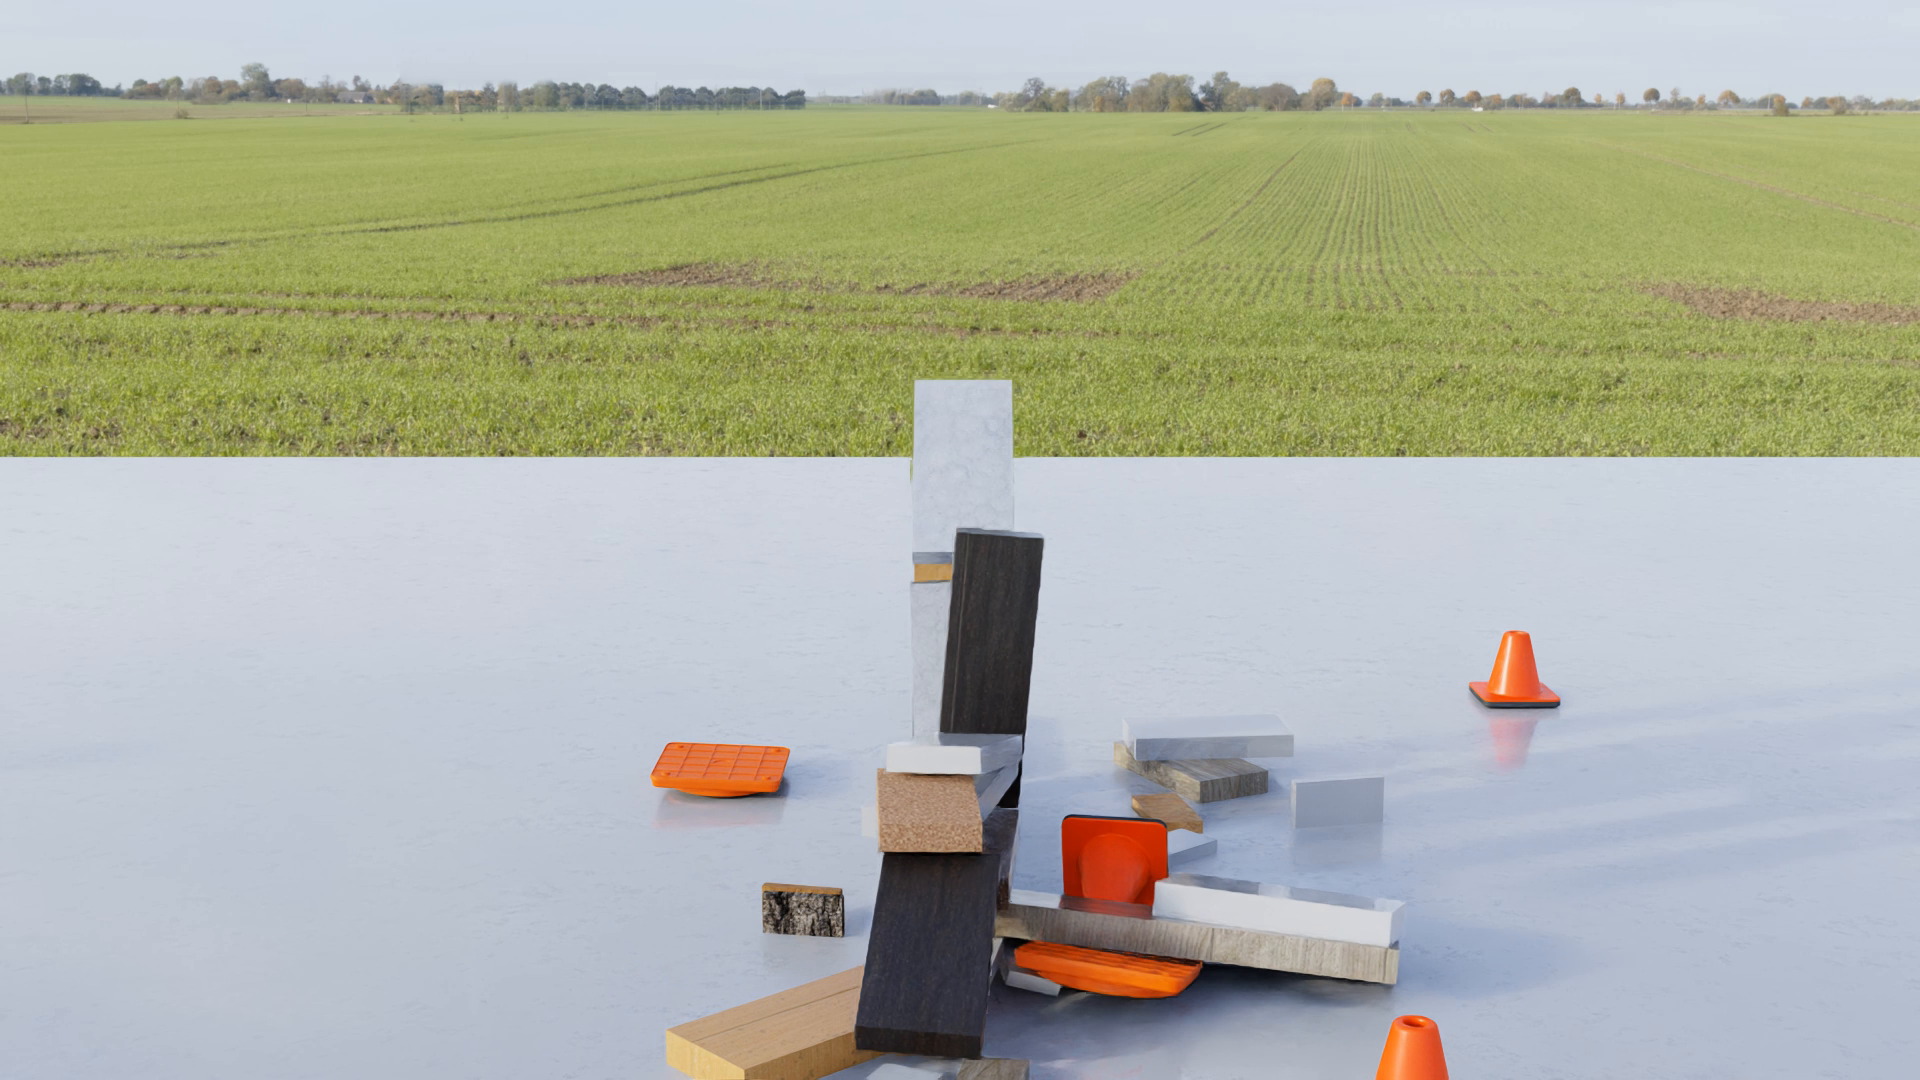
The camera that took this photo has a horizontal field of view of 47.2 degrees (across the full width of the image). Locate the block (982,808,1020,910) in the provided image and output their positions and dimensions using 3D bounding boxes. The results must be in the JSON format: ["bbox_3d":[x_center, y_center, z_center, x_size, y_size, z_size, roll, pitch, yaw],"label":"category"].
[{"bbox_3d":[-0.001,0.488,3.394,0.169,0.048,0.337,1,10,4],"label":"block"}]

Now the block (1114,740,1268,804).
[{"bbox_3d":[0.450,0.446,4.325,0.156,0.044,0.312,-5,12,-27],"label":"block"}]

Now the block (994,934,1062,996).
[{"bbox_3d":[0.098,0.636,3.303,0.081,0.023,0.161,14,8,-10],"label":"block"}]

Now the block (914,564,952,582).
[{"bbox_3d":[0.004,0.134,4.115,0.177,0.732,0.050,0,12,-1],"label":"block"}]

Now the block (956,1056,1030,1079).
[{"bbox_3d":[0.035,0.724,2.878,0.086,0.024,0.173,2,11,10],"label":"block"}]

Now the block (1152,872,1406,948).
[{"bbox_3d":[0.485,0.558,3.329,0.353,0.050,0.176,5,-2,18],"label":"block"}]

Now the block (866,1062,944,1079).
[{"bbox_3d":[-0.098,0.729,2.853,0.086,0.024,0.173,5,12,25],"label":"block"}]

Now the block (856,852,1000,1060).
[{"bbox_3d":[-0.041,0.571,3.076,0.169,0.048,0.338,4,38,3],"label":"block"}]

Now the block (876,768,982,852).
[{"bbox_3d":[-0.049,0.404,3.311,0.148,0.042,0.296,1,10,-3],"label":"block"}]

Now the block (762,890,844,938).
[{"bbox_3d":[-0.248,0.592,3.481,0.129,0.064,0.018,2,11,9],"label":"block"}]

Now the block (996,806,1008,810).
[{"bbox_3d":[0.032,0.461,3.930,0.112,0.032,0.225,7,8,6],"label":"block"}]

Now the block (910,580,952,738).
[{"bbox_3d":[0.004,0.249,3.865,0.177,0.355,0.050,-1,4,-3],"label":"block"}]

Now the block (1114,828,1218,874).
[{"bbox_3d":[0.360,0.544,3.850,0.172,0.024,0.086,-9,14,-41],"label":"block"}]

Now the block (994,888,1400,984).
[{"bbox_3d":[0.272,0.587,3.331,0.768,0.050,0.176,5,-2,11],"label":"block"}]

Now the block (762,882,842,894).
[{"bbox_3d":[-0.252,0.586,3.516,0.129,0.064,0.018,2,11,13],"label":"block"}]

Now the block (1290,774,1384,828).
[{"bbox_3d":[0.692,0.478,4.035,0.172,0.086,0.024,-2,11,-13],"label":"block"}]

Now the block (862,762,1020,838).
[{"bbox_3d":[-0.026,0.406,3.575,0.169,0.048,0.394,2,10,13],"label":"block"}]

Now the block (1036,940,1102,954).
[{"bbox_3d":[0.142,0.620,3.447,0.161,0.023,0.081,1,11,5],"label":"block"}]

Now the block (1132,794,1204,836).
[{"bbox_3d":[0.381,0.506,4.055,0.086,0.024,0.172,-2,11,-11],"label":"block"}]

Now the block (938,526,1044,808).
[{"bbox_3d":[0.047,0.222,3.783,0.148,0.481,0.042,4,13,-3],"label":"block"}]

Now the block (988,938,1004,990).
[{"bbox_3d":[0.001,0.639,3.215,0.086,0.024,0.173,2,25,16],"label":"block"}]

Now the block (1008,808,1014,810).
[{"bbox_3d":[0.038,0.494,3.937,0.113,0.032,0.225,7,8,1],"label":"block"}]

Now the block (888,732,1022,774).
[{"bbox_3d":[-0.005,0.340,3.510,0.148,0.042,0.296,0,-1,14],"label":"block"}]

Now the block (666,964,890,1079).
[{"bbox_3d":[-0.210,0.680,3.046,0.353,0.050,0.176,-9,14,-42],"label":"block"}]

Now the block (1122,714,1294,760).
[{"bbox_3d":[0.491,0.392,4.373,0.312,0.044,0.156,-1,11,-5],"label":"block"}]

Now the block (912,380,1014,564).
[{"bbox_3d":[0.006,-0.124,3.933,0.177,0.355,0.050,0,-28,0],"label":"block"}]
